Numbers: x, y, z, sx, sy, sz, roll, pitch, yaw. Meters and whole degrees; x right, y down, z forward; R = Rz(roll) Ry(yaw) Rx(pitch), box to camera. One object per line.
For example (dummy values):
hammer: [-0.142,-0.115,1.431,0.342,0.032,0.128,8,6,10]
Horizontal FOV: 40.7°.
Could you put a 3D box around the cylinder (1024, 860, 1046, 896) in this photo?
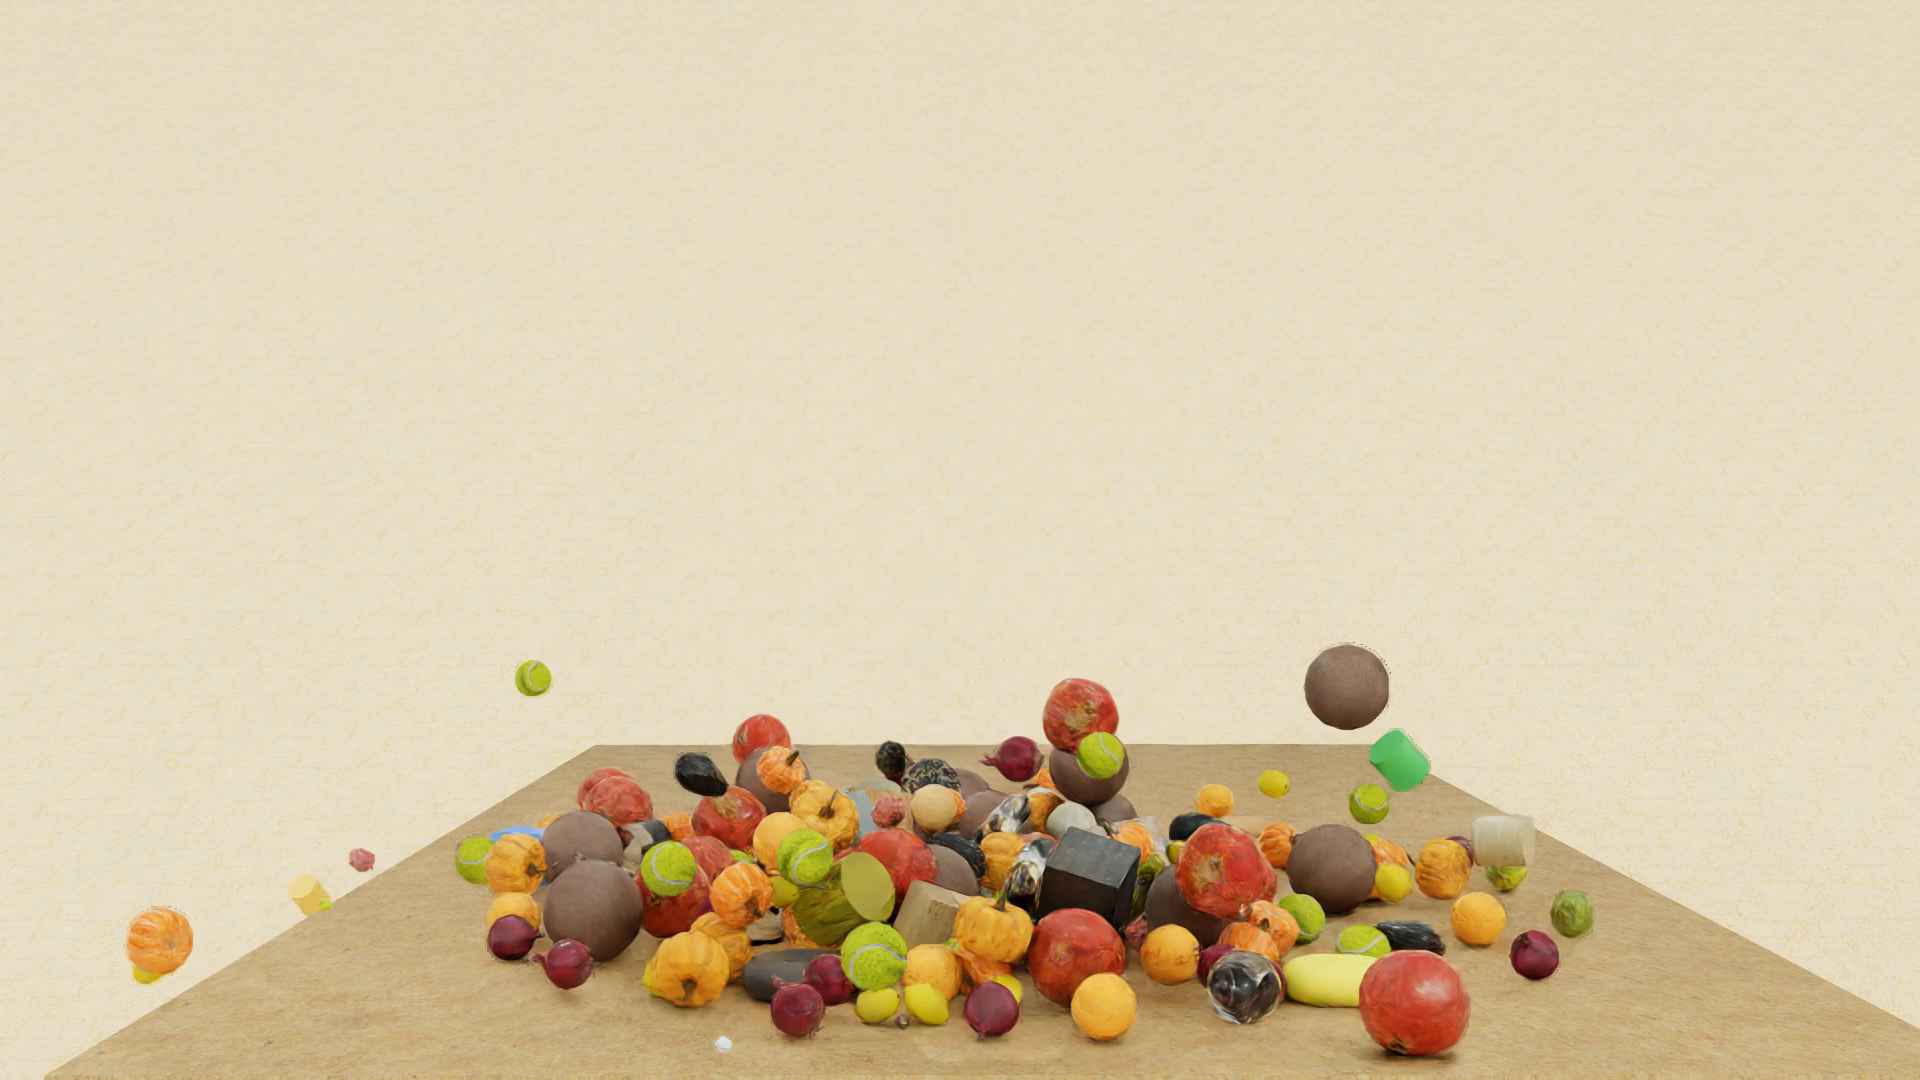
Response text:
cylinder: [0.129,0.512,3.894,0.053,0.053,0.053,-11,4,-19]

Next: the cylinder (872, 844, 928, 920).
cylinder: [-0.101,0.485,3.640,0.092,0.092,0.092,-14,32,-17]

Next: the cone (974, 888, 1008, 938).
cone: [0.015,0.524,3.528,0.075,0.075,0.075,-27,27,12]

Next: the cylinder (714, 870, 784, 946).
cylinder: [-0.284,0.493,3.472,0.093,0.093,0.093,-1,-2,0]

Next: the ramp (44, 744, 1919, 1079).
ramp: [0.065,0.585,4.634,2.000,0.100,4.000,0,0,0]

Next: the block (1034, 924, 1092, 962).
block: [0.136,0.496,3.278,0.051,0.051,0.051,20,33,-49]

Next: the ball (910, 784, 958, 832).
ball: [-0.033,0.342,3.300,0.060,0.060,0.060,0,29,0]

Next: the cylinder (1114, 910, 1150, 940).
cylinder: [0.211,0.502,3.526,0.077,0.077,0.077,-6,1,-11]

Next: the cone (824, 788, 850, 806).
cone: [-0.205,0.455,4.481,0.060,0.060,0.060,17,70,28]

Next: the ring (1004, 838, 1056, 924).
ring: [0.094,0.426,3.235,0.037,0.111,0.111,9,29,32]

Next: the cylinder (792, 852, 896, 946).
cylinder: [-0.144,0.443,3.188,0.091,0.091,0.091,-31,11,35]

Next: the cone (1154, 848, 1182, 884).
cone: [0.312,0.504,3.892,0.060,0.060,0.060,-22,37,-34]

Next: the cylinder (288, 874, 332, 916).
cylinder: [-1.107,0.604,4.400,0.053,0.053,0.053,-14,43,14]

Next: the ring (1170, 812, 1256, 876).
ring: [0.403,0.486,4.126,0.149,0.149,0.050,16,65,27]

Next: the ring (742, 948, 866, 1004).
ring: [-0.186,0.519,3.079,0.148,0.049,0.148,-1,0,0]

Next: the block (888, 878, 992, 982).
block: [-0.026,0.481,3.191,0.084,0.084,0.084,21,4,-20]

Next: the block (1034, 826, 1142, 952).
block: [0.155,0.420,3.123,0.093,0.093,0.093,16,29,15]

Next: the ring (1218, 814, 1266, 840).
ring: [0.469,0.506,4.513,0.134,0.045,0.134,-9,-5,-1]

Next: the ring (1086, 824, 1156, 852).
ring: [0.201,0.433,3.602,0.144,0.048,0.144,-12,7,1]

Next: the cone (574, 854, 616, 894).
cone: [-0.549,0.480,3.808,0.058,0.058,0.058,-31,29,20]

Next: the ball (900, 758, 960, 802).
ball: [-0.047,0.397,4.140,0.096,0.096,0.096,0,29,0]

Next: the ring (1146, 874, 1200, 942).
ring: [0.279,0.483,3.394,0.033,0.098,0.098,-32,21,22]

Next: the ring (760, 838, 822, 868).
ring: [-0.267,0.516,4.273,0.127,0.042,0.127,-1,-1,0]

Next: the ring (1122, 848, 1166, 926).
ring: [0.217,0.463,3.433,0.128,0.128,0.043,-16,44,-26]

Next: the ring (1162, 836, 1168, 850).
ring: [0.301,0.518,4.395,0.109,0.036,0.109,-1,-1,0]

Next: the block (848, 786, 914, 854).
block: [-0.124,0.435,3.819,0.096,0.096,0.096,7,51,-10]

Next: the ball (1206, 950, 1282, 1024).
ball: [0.318,0.502,2.903,0.083,0.083,0.083,0,29,0]

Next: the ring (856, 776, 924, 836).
ring: [-0.121,0.463,4.487,0.143,0.143,0.048,19,60,30]

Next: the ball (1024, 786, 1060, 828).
ball: [0.149,0.496,4.799,0.076,0.076,0.076,0,29,0]

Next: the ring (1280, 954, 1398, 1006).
ring: [0.448,0.521,3.058,0.138,0.046,0.138,0,2,0]

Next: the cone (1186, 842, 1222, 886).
cone: [0.349,0.438,3.565,0.056,0.056,0.056,16,56,26]

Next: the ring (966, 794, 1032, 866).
ring: [0.055,0.416,3.717,0.041,0.123,0.123,42,41,8]

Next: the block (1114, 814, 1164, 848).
block: [0.257,0.482,3.990,0.093,0.093,0.093,-15,-6,21]

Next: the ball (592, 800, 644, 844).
ball: [-0.585,0.491,4.435,0.091,0.091,0.091,0,29,0]

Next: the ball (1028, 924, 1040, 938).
ball: [0.124,0.508,3.491,0.066,0.066,0.066,0,29,0]

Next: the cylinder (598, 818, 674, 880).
cylinder: [-0.516,0.492,4.116,0.085,0.085,0.085,16,13,26]

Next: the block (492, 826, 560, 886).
block: [-0.682,0.497,4.065,0.082,0.082,0.082,0,0,11]

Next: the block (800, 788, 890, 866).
block: [-0.163,0.407,3.643,0.076,0.076,0.076,-34,-11,21]

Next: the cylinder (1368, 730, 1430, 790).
cylinder: [0.664,0.334,3.911,0.065,0.065,0.065,-37,22,17]

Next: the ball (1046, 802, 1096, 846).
ball: [0.177,0.456,4.094,0.081,0.081,0.081,0,29,0]

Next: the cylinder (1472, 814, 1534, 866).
cylinder: [0.798,0.441,3.796,0.074,0.074,0.074,-2,26,26]
